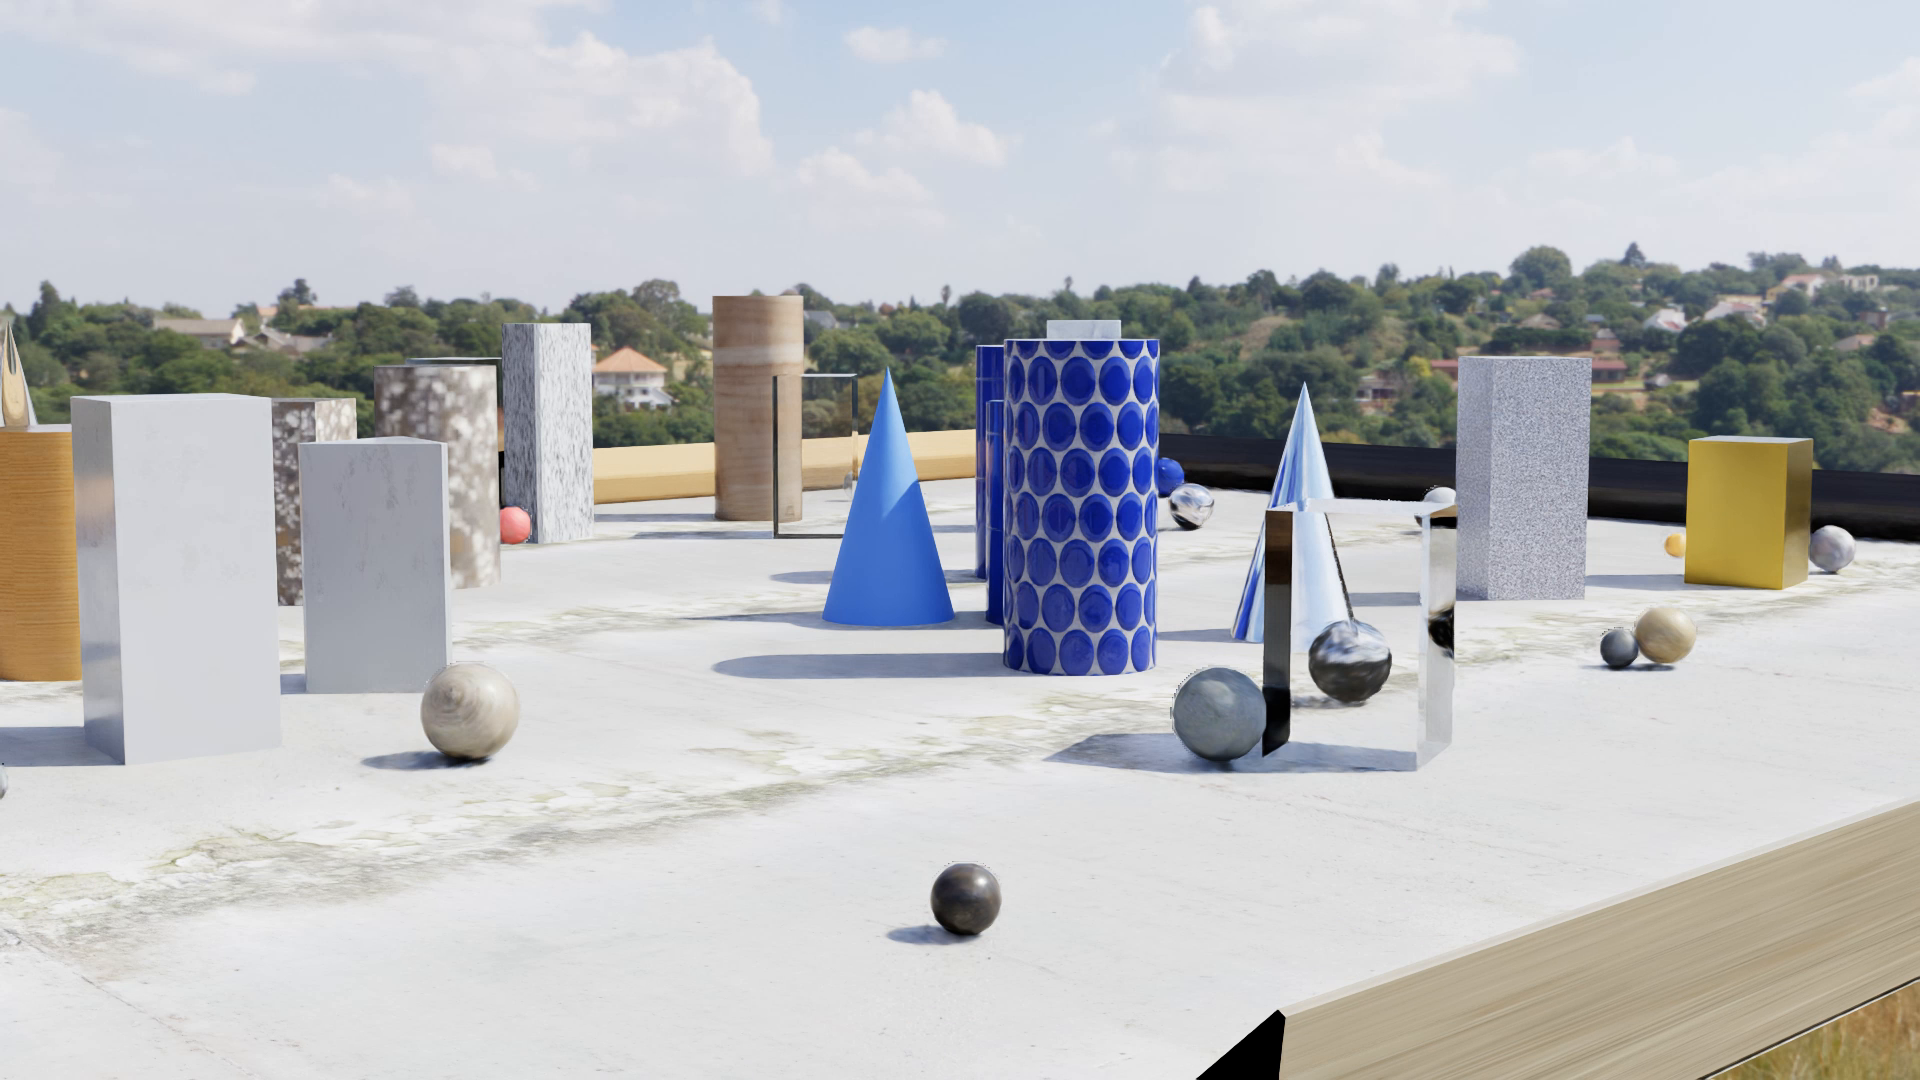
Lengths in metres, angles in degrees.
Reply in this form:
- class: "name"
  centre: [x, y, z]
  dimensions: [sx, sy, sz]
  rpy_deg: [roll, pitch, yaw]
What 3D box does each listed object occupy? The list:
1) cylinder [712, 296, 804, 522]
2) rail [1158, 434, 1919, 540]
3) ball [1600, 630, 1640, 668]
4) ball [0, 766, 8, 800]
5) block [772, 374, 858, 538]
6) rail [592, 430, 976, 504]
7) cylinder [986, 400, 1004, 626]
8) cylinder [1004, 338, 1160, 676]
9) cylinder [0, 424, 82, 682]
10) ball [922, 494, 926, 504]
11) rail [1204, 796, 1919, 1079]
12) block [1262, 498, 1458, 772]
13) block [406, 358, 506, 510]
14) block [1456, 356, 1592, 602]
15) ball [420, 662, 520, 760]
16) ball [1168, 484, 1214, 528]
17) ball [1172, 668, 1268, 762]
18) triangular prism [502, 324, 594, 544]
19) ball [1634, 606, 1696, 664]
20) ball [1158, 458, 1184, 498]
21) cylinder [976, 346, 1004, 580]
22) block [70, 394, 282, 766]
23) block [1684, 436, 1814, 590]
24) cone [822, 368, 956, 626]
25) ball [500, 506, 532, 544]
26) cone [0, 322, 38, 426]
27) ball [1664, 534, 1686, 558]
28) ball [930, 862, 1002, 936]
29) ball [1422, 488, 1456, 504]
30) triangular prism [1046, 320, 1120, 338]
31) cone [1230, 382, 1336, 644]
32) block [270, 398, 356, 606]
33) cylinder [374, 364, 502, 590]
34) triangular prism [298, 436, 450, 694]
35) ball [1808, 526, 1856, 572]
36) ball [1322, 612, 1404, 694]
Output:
- class: "cylinder"
  centre: [-0.430, -0.284, 4.700]
  dimensions: [0.194, 0.472, 0.194]
  rpy_deg: [0, 6, 0]
- class: "rail"
  centre: [1.429, -0.105, 4.643]
  dimensions: [0.045, 0.126, 3.638]
  rpy_deg: [-6, 8, -42]
- class: "ball"
  centre: [0.822, 0.136, 2.740]
  dimensions: [0.047, 0.047, 0.047]
  rpy_deg: [0, 6, 0]
- class: "ball"
  centre: [-0.875, 0.218, 1.965]
  dimensions: [0.046, 0.046, 0.046]
  rpy_deg: [0, 6, 0]
- class: "block"
  centre: [-0.284, -0.167, 4.340]
  dimensions: [0.155, 0.315, 0.155]
  rpy_deg: [0, 6, 1]
- class: "rail"
  centre: [-1.218, -0.105, 4.644]
  dimensions: [3.936, 0.126, 0.045]
  rpy_deg: [-6, 8, -42]
- class: "cylinder"
  centre: [0.134, -0.042, 3.151]
  dimensions: [0.194, 0.313, 0.194]
  rpy_deg: [0, 6, 0]
- class: "cylinder"
  centre: [0.151, -0.046, 2.751]
  dimensions: [0.194, 0.407, 0.194]
  rpy_deg: [0, 6, 0]
- class: "cylinder"
  centre: [-1.100, 0.011, 2.717]
  dimensions: [0.194, 0.299, 0.194]
  rpy_deg: [0, 6, 0]
- class: "ball"
  centre: [-0.106, -0.071, 4.584]
  dimensions: [0.074, 0.074, 0.074]
  rpy_deg: [0, 6, 0]
- class: "rail"
  centre: [1.218, 0.170, 2.020]
  dimensions: [3.936, 0.126, 0.045]
  rpy_deg: [-6, 8, -42]
- class: "block"
  centre: [0.403, 0.090, 2.212]
  dimensions: [0.155, 0.248, 0.155]
  rpy_deg: [3, 7, 25]
- class: "block"
  centre: [-0.996, -0.189, 4.400]
  dimensions: [0.155, 0.347, 0.155]
  rpy_deg: [2, 6, 18]
- class: "block"
  centre: [0.875, -0.099, 3.432]
  dimensions: [0.155, 0.370, 0.155]
  rpy_deg: [-1, 6, -7]
- class: "ball"
  centre: [-0.484, 0.170, 2.175]
  dimensions: [0.097, 0.097, 0.097]
  rpy_deg: [0, 6, 0]
- class: "ball"
  centre: [0.470, -0.069, 4.471]
  dimensions: [0.093, 0.093, 0.093]
  rpy_deg: [0, 6, 0]
- class: "ball"
  centre: [0.255, 0.171, 2.158]
  dimensions: [0.092, 0.092, 0.092]
  rpy_deg: [0, 6, 0]
- class: "triangular prism"
  centre: [-0.783, -0.211, 4.272]
  dimensions: [0.145, 0.417, 0.168]
  rpy_deg: [-4, 7, -33]
- class: "ball"
  centre: [0.879, 0.119, 2.741]
  dimensions: [0.073, 0.073, 0.073]
  rpy_deg: [0, 6, 0]
- class: "ball"
  centre: [0.488, -0.149, 5.227]
  dimensions: [0.093, 0.093, 0.093]
  rpy_deg: [0, 6, 0]
- class: "cylinder"
  centre: [0.122, -0.131, 3.665]
  dimensions: [0.194, 0.384, 0.194]
  rpy_deg: [0, 6, 0]
- class: "block"
  centre: [-0.799, 0.033, 2.240]
  dimensions: [0.155, 0.356, 0.155]
  rpy_deg: [-4, 7, -35]
- class: "block"
  centre: [1.289, -0.048, 3.592]
  dimensions: [0.155, 0.234, 0.155]
  rpy_deg: [4, 7, 35]
- class: "cone"
  centre: [-0.104, -0.069, 3.175]
  dimensions: [0.194, 0.363, 0.194]
  rpy_deg: [0, 6, 0]
- class: "ball"
  centre: [-0.850, -0.027, 4.172]
  dimensions: [0.072, 0.072, 0.072]
  rpy_deg: [0, 6, 0]
- class: "cone"
  centre: [-1.430, -0.119, 3.325]
  dimensions: [0.194, 0.431, 0.194]
  rpy_deg: [0, 6, 0]
- class: "ball"
  centre: [1.290, 0.010, 3.951]
  dimensions: [0.044, 0.044, 0.044]
  rpy_deg: [0, 6, 0]
- class: "ball"
  centre: [0.004, 0.256, 1.569]
  dimensions: [0.052, 0.052, 0.052]
  rpy_deg: [0, 6, 0]
- class: "ball"
  centre: [0.974, -0.062, 4.435]
  dimensions: [0.088, 0.088, 0.088]
  rpy_deg: [0, 6, 0]
- class: "triangular prism"
  centre: [0.286, -0.237, 4.491]
  dimensions: [0.168, 0.422, 0.145]
  rpy_deg: [4, 7, 35]
- class: "cone"
  centre: [0.467, -0.043, 2.997]
  dimensions: [0.194, 0.348, 0.194]
  rpy_deg: [0, 6, 0]
- class: "block"
  centre: [-1.030, -0.062, 3.382]
  dimensions: [0.155, 0.306, 0.155]
  rpy_deg: [1, 6, 7]
- class: "cylinder"
  centre: [-0.848, -0.106, 3.573]
  dimensions: [0.194, 0.353, 0.194]
  rpy_deg: [0, 6, 0]
- class: "triangular prism"
  centre: [-0.679, 0.026, 2.618]
  dimensions: [0.168, 0.291, 0.145]
  rpy_deg: [0, 6, -2]
- class: "ball"
  centre: [1.474, 0.014, 3.720]
  dimensions: [0.078, 0.078, 0.078]
  rpy_deg: [0, 6, 0]
- class: "ball"
  centre: [0.468, 0.132, 2.551]
  dimensions: [0.094, 0.094, 0.094]
  rpy_deg: [0, 6, 0]
